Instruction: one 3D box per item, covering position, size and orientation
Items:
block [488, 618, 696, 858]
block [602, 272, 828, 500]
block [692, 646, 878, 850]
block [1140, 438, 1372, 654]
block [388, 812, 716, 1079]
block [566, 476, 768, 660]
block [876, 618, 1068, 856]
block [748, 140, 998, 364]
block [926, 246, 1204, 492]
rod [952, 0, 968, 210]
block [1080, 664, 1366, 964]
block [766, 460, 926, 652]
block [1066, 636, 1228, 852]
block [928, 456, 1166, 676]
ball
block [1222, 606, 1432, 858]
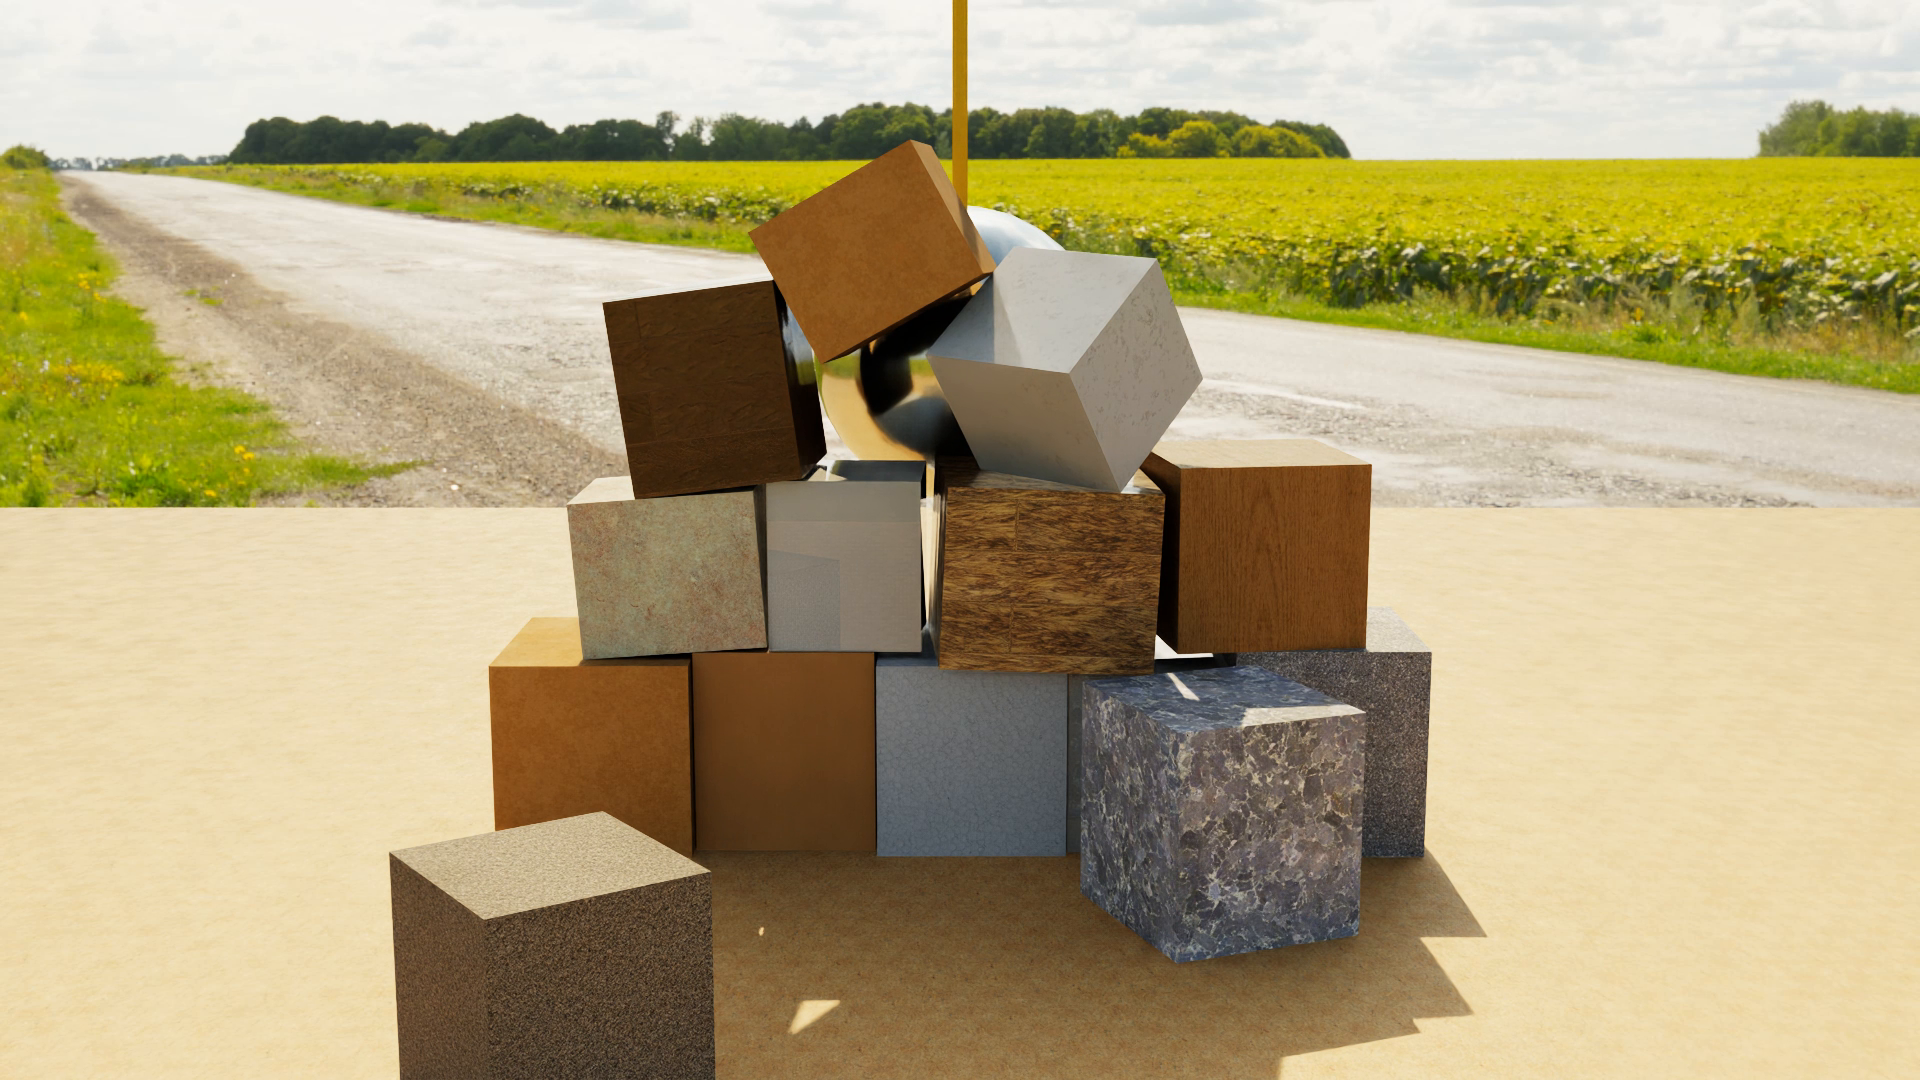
[{"bbox_3d":[-1.815,0.995,11.365,0.973,0.976,1.120,0,10,0],"label":"block"},{"bbox_3d":[-1.204,-0.795,10.994,0.835,0.966,0.836,-7,10,6],"label":"block"},{"bbox_3d":[-0.870,0.973,11.376,0.897,1.015,0.926,0,10,0],"label":"block"},{"bbox_3d":[1.454,0.011,11.118,0.950,0.912,0.947,-2,10,-9],"label":"block"},{"bbox_3d":[-1.510,1.620,8.136,0.872,0.901,0.886,-7,13,-34],"label":"block"},{"bbox_3d":[-1.430,0.102,11.188,0.913,0.780,0.833,-4,10,1],"label":"block"},{"bbox_3d":[0.058,0.998,11.371,0.936,0.969,1.089,0,10,0],"label":"block"},{"bbox_3d":[-0.405,-1.414,10.800,0.892,0.714,0.794,-28,4,9],"label":"block"},{"bbox_3d":[0.517,-0.841,10.695,0.860,0.759,0.826,11,52,38],"label":"block"},{"bbox_3d":[0.000,-4.217,10.840,0.080,5.200,0.080,0,20,0],"label":"rod"},{"bbox_3d":[1.177,1.213,10.025,0.915,1.027,0.976,-4,11,-22],"label":"block"},{"bbox_3d":[-0.560,0.068,11.144,0.754,0.850,0.725,0,10,1],"label":"block"},{"bbox_3d":[0.936,1.026,11.349,0.803,0.921,0.911,0,10,0],"label":"block"},{"bbox_3d":[0.404,0.109,11.029,1.040,0.890,1.033,2,10,-4],"label":"block"},{"bbox_3d":[0.000,-1.014,11.980,1.600,1.600,1.600,0,10,0],"label":"ball"},{"bbox_3d":[1.825,0.965,11.338,0.953,1.045,1.056,0,10,0],"label":"block"}]
